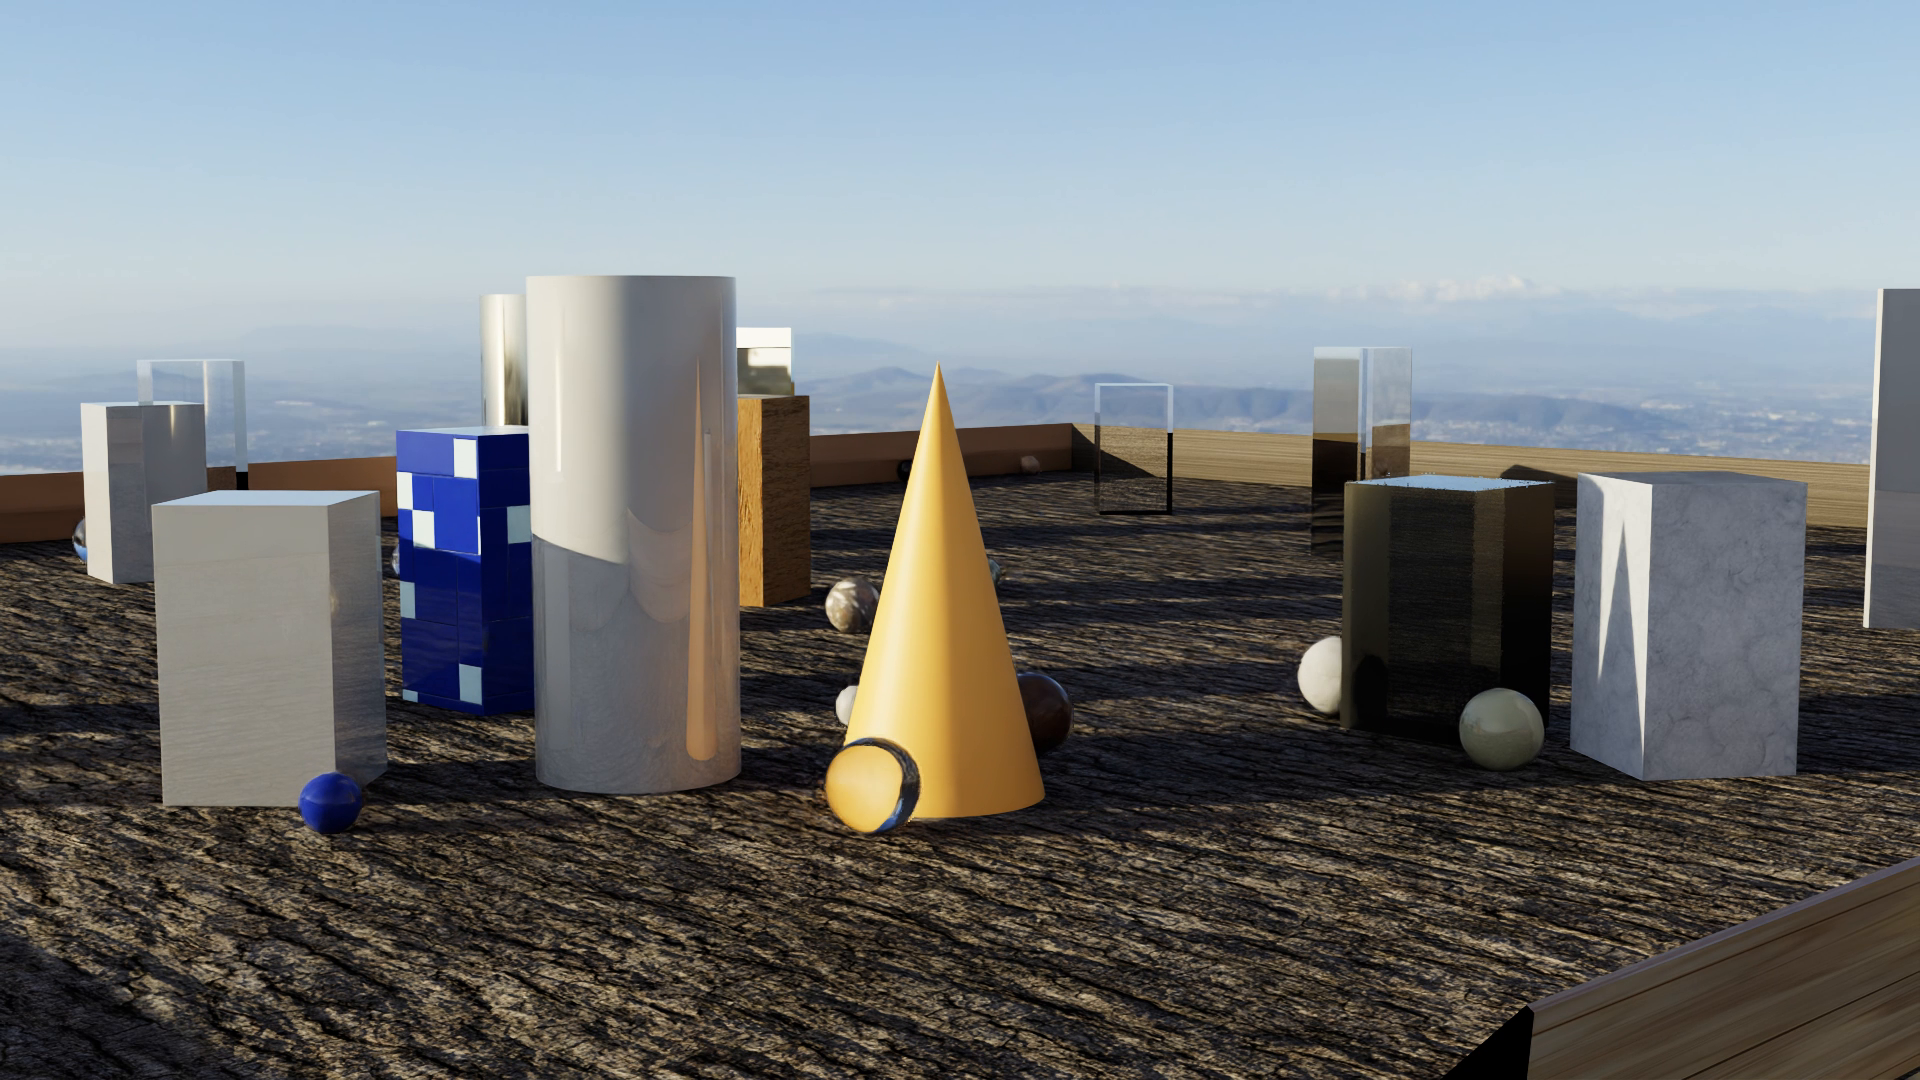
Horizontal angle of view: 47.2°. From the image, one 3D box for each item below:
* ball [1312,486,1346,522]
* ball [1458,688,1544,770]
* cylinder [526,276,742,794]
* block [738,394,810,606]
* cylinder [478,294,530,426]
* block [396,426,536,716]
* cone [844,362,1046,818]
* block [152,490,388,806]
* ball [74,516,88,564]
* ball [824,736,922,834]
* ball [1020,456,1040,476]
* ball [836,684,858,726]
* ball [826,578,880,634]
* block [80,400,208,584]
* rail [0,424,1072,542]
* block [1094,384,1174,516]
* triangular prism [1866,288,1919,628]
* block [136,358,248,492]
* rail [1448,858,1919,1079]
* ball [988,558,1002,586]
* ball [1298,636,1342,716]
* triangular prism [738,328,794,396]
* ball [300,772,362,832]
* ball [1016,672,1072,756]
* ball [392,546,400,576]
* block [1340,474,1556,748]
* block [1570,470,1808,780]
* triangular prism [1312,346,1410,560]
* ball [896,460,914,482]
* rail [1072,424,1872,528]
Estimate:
[{"bbox_3d":[0.781,-0.076,4.652,0.073,0.073,0.073,0,6,0],"label":"ball"},{"bbox_3d":[0.525,0.184,2.134,0.080,0.080,0.080,0,6,0],"label":"ball"},{"bbox_3d":[-0.311,-0.012,2.105,0.197,0.476,0.197,0,6,0],"label":"cylinder"},{"bbox_3d":[-0.338,-0.065,3.400,0.158,0.313,0.158,3,6,23],"label":"block"},{"bbox_3d":[-0.571,-0.111,3.095,0.197,0.466,0.197,0,6,0],"label":"cylinder"},{"bbox_3d":[-0.528,0.029,2.515,0.158,0.309,0.158,5,8,42],"label":"block"},{"bbox_3d":[-0.020,0.035,2.014,0.197,0.400,0.197,0,6,0],"label":"cone"},{"bbox_3d":[-0.637,0.096,2.046,0.158,0.272,0.158,0,6,2],"label":"block"},{"bbox_3d":[-1.485,-0.001,3.814,0.099,0.099,0.099,0,6,0],"label":"ball"},{"bbox_3d":[-0.074,0.209,1.878,0.083,0.083,0.083,0,6,0],"label":"ball"},{"bbox_3d":[0.187,-0.201,5.945,0.054,0.054,0.054,0,6,0],"label":"ball"},{"bbox_3d":[-0.110,0.178,2.350,0.046,0.046,0.046,0,6,0],"label":"ball"},{"bbox_3d":[-0.148,0.091,3.041,0.077,0.077,0.077,0,6,0],"label":"ball"},{"bbox_3d":[-1.365,-0.084,3.685,0.158,0.290,0.158,-4,7,-35],"label":"block"},{"bbox_3d":[-1.269,-0.109,4.700,4.352,0.128,0.045,-5,8,-42],"label":"rail"},{"bbox_3d":[0.383,-0.203,4.865,0.158,0.282,0.158,0,6,-1],"label":"block"},{"bbox_3d":[1.376,-0.118,3.128,0.171,0.474,0.148,1,6,13],"label":"triangular prism"},{"bbox_3d":[-1.394,-0.149,3.999,0.158,0.355,0.158,-3,7,-29],"label":"block"},{"bbox_3d":[1.269,0.176,1.964,4.352,0.128,0.045,-5,8,-42],"label":"rail"},{"bbox_3d":[0.040,0.055,3.511,0.051,0.051,0.051,0,6,0],"label":"ball"},{"bbox_3d":[0.416,0.150,2.423,0.087,0.087,0.087,0,6,0],"label":"ball"},{"bbox_3d":[-0.398,-0.215,4.364,0.171,0.411,0.148,1,6,8],"label":"triangular prism"},{"bbox_3d":[-0.538,0.224,1.882,0.052,0.052,0.052,0,6,0],"label":"ball"},{"bbox_3d":[0.071,0.175,2.207,0.083,0.083,0.083,0,6,0],"label":"ball"},{"bbox_3d":[-0.906,0.032,3.641,0.069,0.069,0.069,0,6,0],"label":"ball"},{"bbox_3d":[0.519,0.070,2.342,0.158,0.263,0.158,6,8,45],"label":"block"},{"bbox_3d":[0.713,0.079,2.165,0.158,0.282,0.158,-1,6,-9],"label":"block"},{"bbox_3d":[0.703,-0.157,3.957,0.148,0.379,0.171,4,7,35],"label":"triangular prism"},{"bbox_3d":[-0.135,-0.178,5.696,0.059,0.059,0.059,0,6,0],"label":"ball"},{"bbox_3d":[1.582,-0.118,4.783,0.045,0.128,3.791,-5,8,-42],"label":"rail"}]
